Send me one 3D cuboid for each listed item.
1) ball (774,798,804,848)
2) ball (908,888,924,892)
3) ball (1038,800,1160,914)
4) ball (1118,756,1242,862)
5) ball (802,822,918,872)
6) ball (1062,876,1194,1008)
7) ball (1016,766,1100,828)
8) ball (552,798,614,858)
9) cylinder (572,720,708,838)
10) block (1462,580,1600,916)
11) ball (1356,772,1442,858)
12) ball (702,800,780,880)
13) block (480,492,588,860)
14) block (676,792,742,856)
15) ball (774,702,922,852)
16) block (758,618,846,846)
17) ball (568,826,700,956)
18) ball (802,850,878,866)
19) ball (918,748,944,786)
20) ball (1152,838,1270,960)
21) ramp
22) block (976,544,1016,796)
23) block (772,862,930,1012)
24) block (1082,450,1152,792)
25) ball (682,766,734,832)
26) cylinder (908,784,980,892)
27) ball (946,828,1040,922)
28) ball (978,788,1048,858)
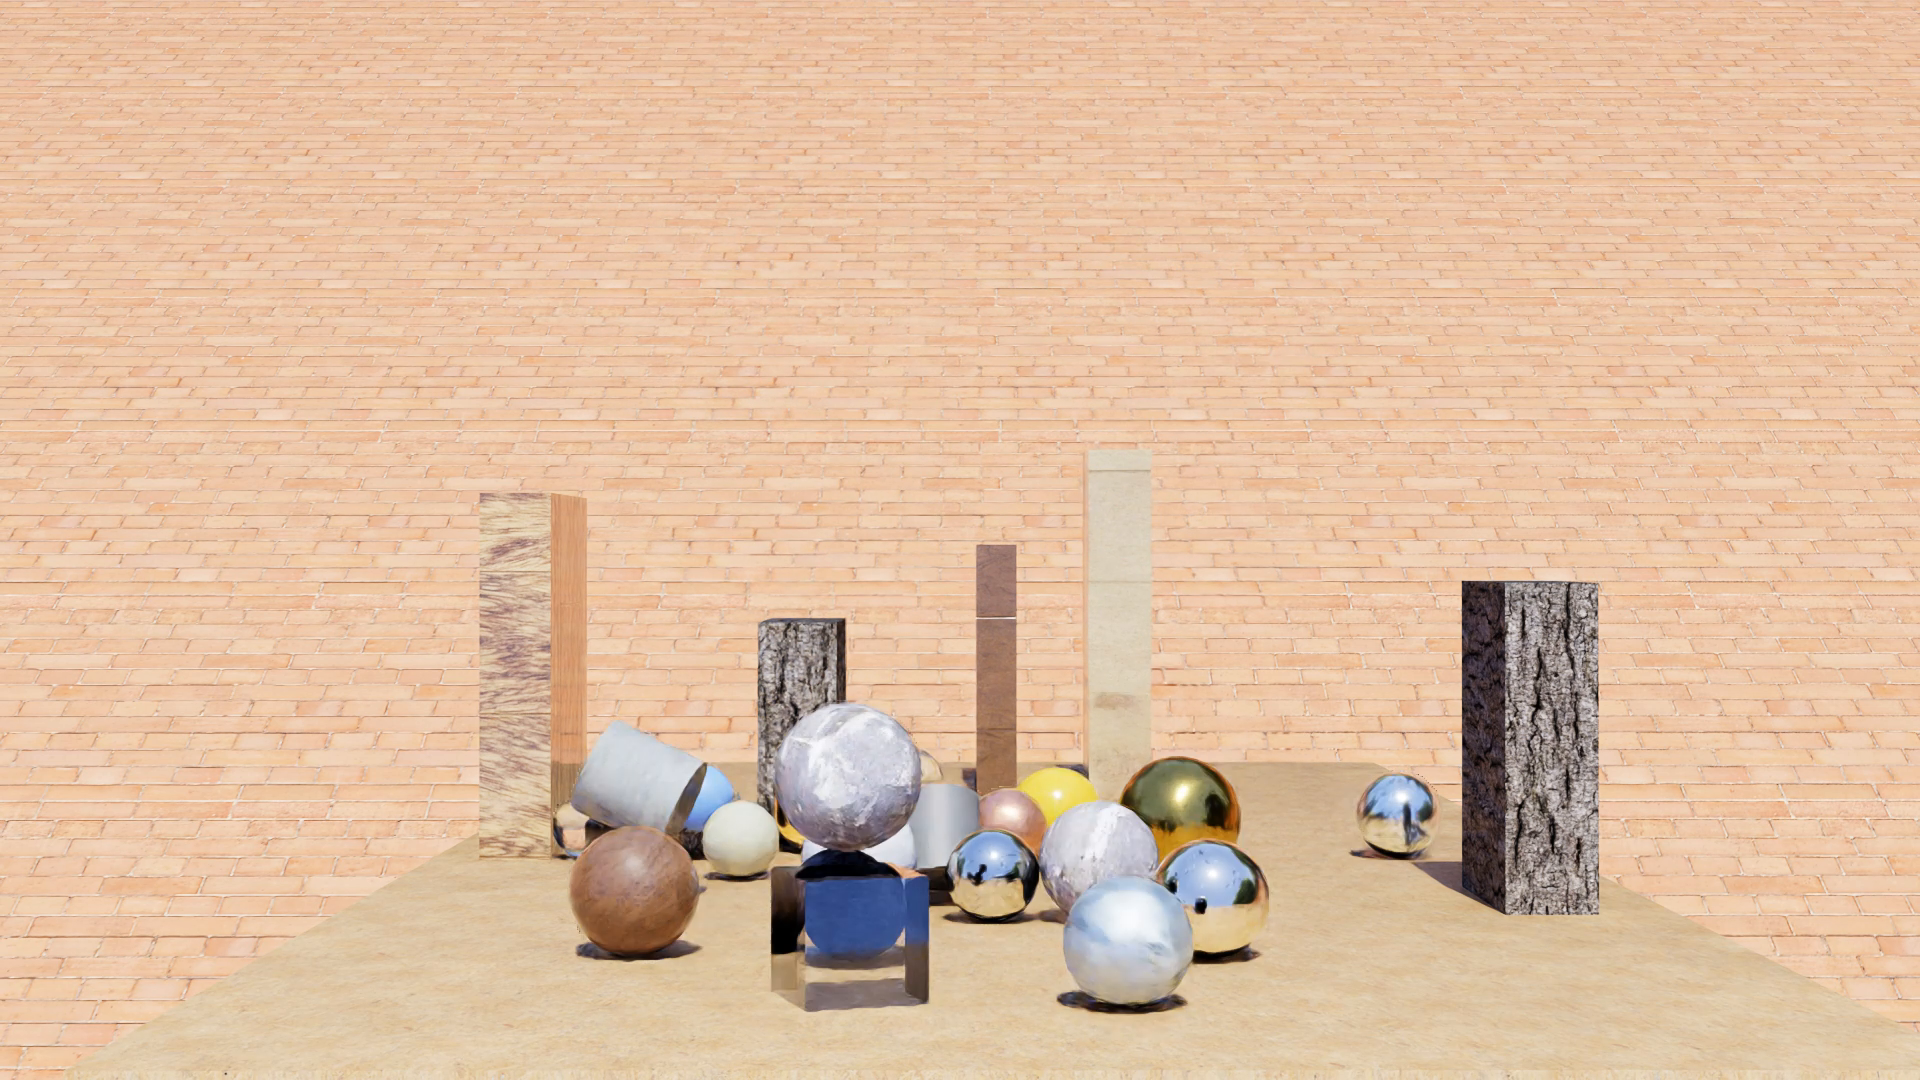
[{"bbox_3d":[-0.262,0.487,4.670,0.148,0.148,0.148,0,31,0],"label":"ball"},{"bbox_3d":[-0.065,0.484,4.124,0.150,0.150,0.150,0,31,0],"label":"ball"},{"bbox_3d":[0.203,0.468,3.771,0.176,0.176,0.176,0,31,0],"label":"ball"},{"bbox_3d":[0.359,0.457,4.248,0.205,0.205,0.205,0,31,0],"label":"ball"},{"bbox_3d":[-0.149,0.471,3.854,0.173,0.173,0.173,0,31,0],"label":"ball"},{"bbox_3d":[0.198,0.474,3.056,0.155,0.155,0.155,0,31,0],"label":"ball"},{"bbox_3d":[0.167,0.479,4.520,0.164,0.164,0.164,0,31,0],"label":"ball"},{"bbox_3d":[-0.661,0.504,4.559,0.111,0.111,0.111,0,31,0],"label":"ball"},{"bbox_3d":[-0.494,0.380,3.994,0.153,0.153,0.153,25,35,7],"label":"cylinder"},{"bbox_3d":[0.879,0.311,4.010,0.139,0.493,0.332,0,0,0],"label":"block"},{"bbox_3d":[0.775,0.486,4.575,0.149,0.149,0.149,0,31,0],"label":"ball"},{"bbox_3d":[-0.362,0.495,4.275,0.129,0.129,0.129,0,31,0],"label":"ball"},{"bbox_3d":[-0.779,0.241,4.752,0.125,0.644,0.443,0,0,0],"label":"block"},{"bbox_3d":[-0.465,0.507,4.655,0.109,0.109,0.109,0,0,-28],"label":"block"},{"bbox_3d":[-0.144,0.305,3.337,0.191,0.191,0.191,0,31,0],"label":"ball"},{"bbox_3d":[-0.299,0.358,4.941,0.145,0.411,0.393,0,0,0],"label":"block"},{"bbox_3d":[-0.434,0.468,3.455,0.173,0.173,0.173,0,31,0],"label":"ball"},{"bbox_3d":[-0.159,0.483,3.467,0.143,0.143,0.143,0,31,0],"label":"ball"},{"bbox_3d":[-0.106,0.492,5.254,0.147,0.147,0.147,0,31,0],"label":"ball"},{"bbox_3d":[0.330,0.475,3.427,0.159,0.159,0.159,0,31,0],"label":"ball"},{"bbox_3d":[0.069,0.612,4.684,2.000,0.100,4.000,0,0,0],"label":"ramp"},{"bbox_3d":[0.081,0.290,5.937,0.090,0.558,0.361,0,0,0],"label":"block"},{"bbox_3d":[-0.134,0.477,3.126,0.152,0.152,0.152,0,0,-19],"label":"block"},{"bbox_3d":[0.360,0.183,5.947,0.143,0.772,0.246,0,0,0],"label":"block"},{"bbox_3d":[-0.455,0.452,4.533,0.117,0.117,0.117,0,31,0],"label":"ball"},{"bbox_3d":[-0.034,0.459,3.985,0.130,0.130,0.130,-1,66,-2],"label":"cylinder"},{"bbox_3d":[0.047,0.488,3.776,0.137,0.137,0.137,0,31,0],"label":"ball"},{"bbox_3d":[0.081,0.491,4.392,0.138,0.138,0.138,0,31,0],"label":"ball"}]
